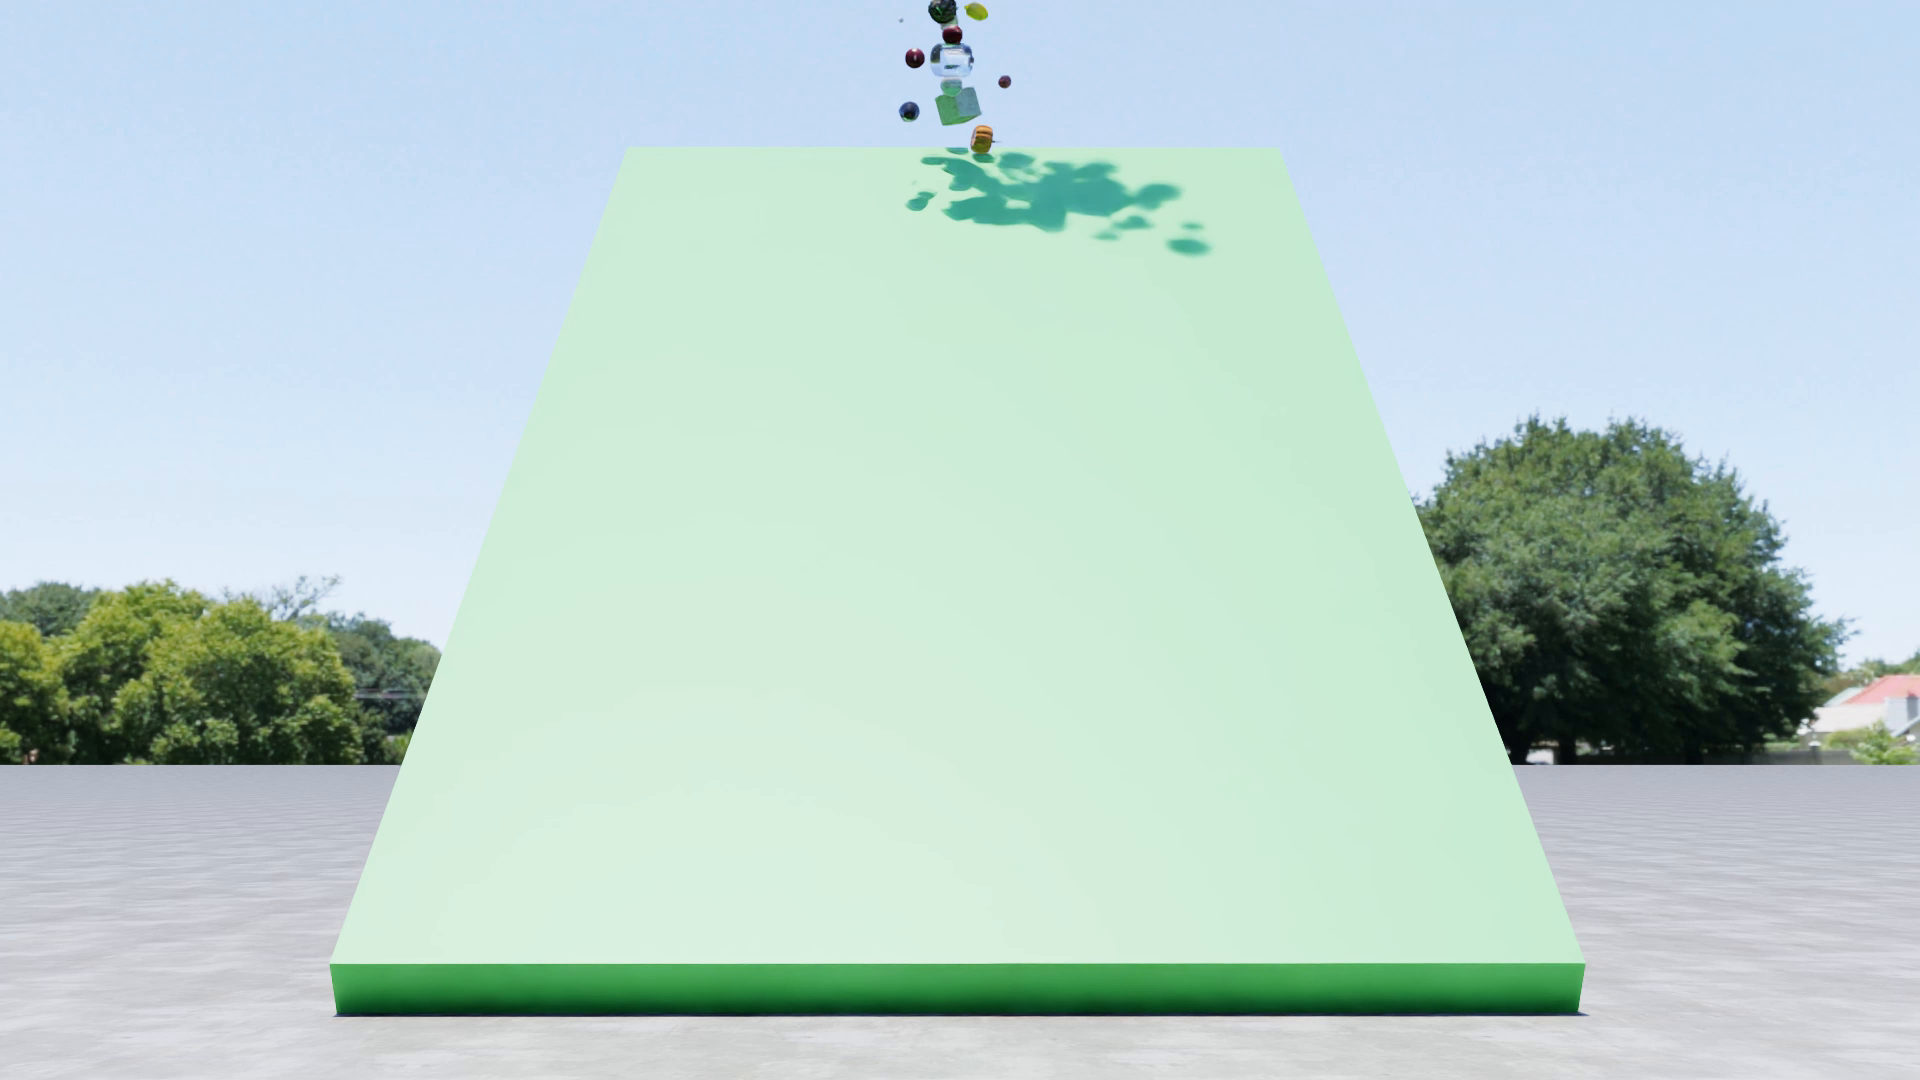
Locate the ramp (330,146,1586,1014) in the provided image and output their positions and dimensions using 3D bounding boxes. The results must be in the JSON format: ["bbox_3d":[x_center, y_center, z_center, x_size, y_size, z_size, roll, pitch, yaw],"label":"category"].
[{"bbox_3d":[-0.011,-0.222,5.588,2.000,0.100,4.000,0,28,0],"label":"ramp"}]

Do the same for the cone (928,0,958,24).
[{"bbox_3d":[-0.062,-1.620,7.250,0.090,0.090,0.090,-1,3,13],"label":"cone"}]

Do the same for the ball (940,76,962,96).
[{"bbox_3d":[-0.025,-1.344,7.050,0.067,0.067,0.067,0,-5,0],"label":"ball"}]

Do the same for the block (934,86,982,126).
[{"bbox_3d":[-0.006,-1.304,7.172,0.088,0.088,0.088,-15,-1,-40],"label":"block"}]

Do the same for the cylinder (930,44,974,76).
[{"bbox_3d":[-0.024,-1.383,6.878,0.092,0.092,0.092,-6,-2,-29],"label":"cylinder"}]

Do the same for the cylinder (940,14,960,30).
[{"bbox_3d":[-0.038,-1.615,7.358,0.060,0.060,0.060,-12,-24,-5],"label":"cylinder"}]
